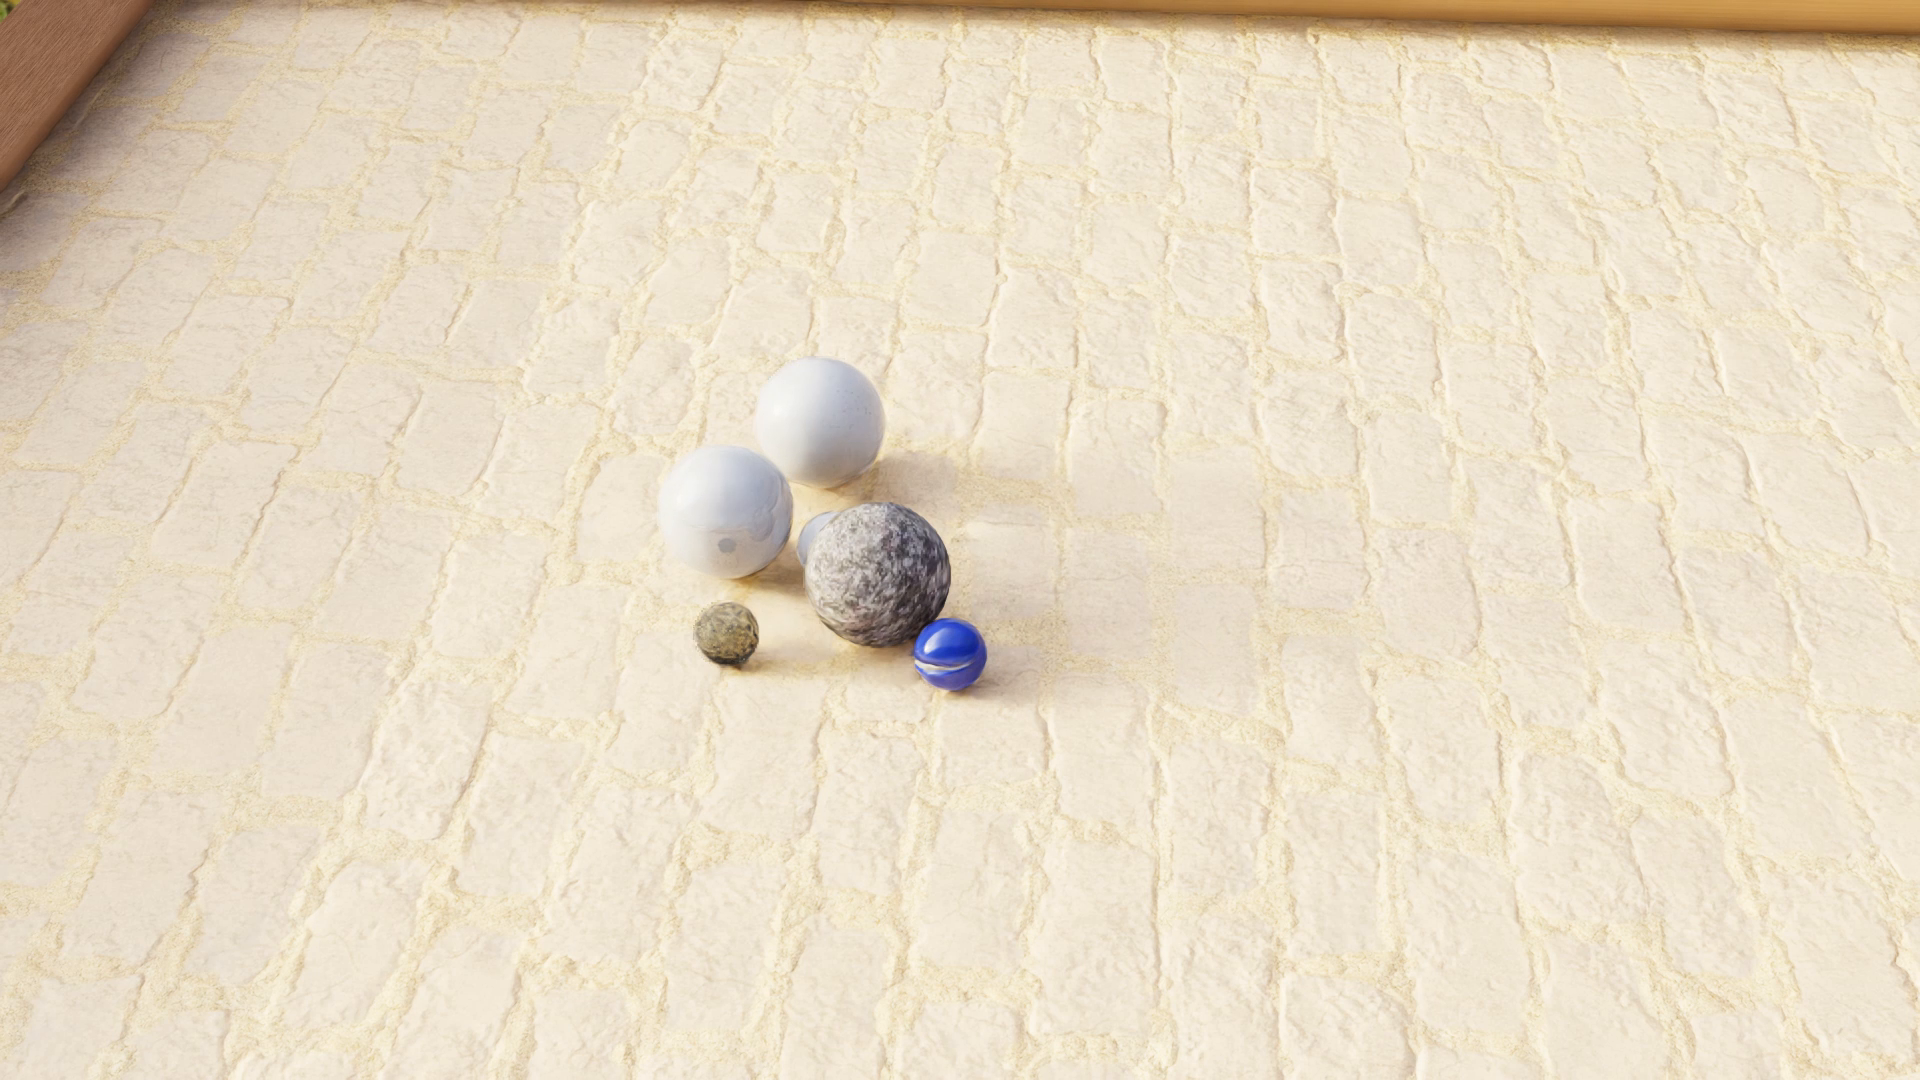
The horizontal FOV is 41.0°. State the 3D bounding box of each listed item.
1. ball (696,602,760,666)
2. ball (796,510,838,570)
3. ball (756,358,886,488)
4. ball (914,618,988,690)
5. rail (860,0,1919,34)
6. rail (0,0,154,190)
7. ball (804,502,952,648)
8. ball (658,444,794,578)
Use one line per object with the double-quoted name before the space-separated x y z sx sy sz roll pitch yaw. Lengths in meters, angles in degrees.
"ball" -0.153 0.062 1.693 0.043 0.043 0.043 0 36 0
"ball" -0.087 0.005 1.767 0.050 0.050 0.050 0 36 0
"ball" -0.100 -0.085 1.854 0.095 0.095 0.095 0 36 0
"ball" -0.006 0.074 1.671 0.048 0.048 0.048 0 36 0
"rail" 0.949 -0.532 2.452 3.521 0.126 0.045 3 36 4
"rail" -0.854 -0.063 1.794 0.045 0.126 1.930 3 36 4
"ball" -0.054 0.023 1.701 0.097 0.097 0.097 0 36 0
"ball" -0.160 -0.020 1.764 0.093 0.093 0.093 0 36 0
